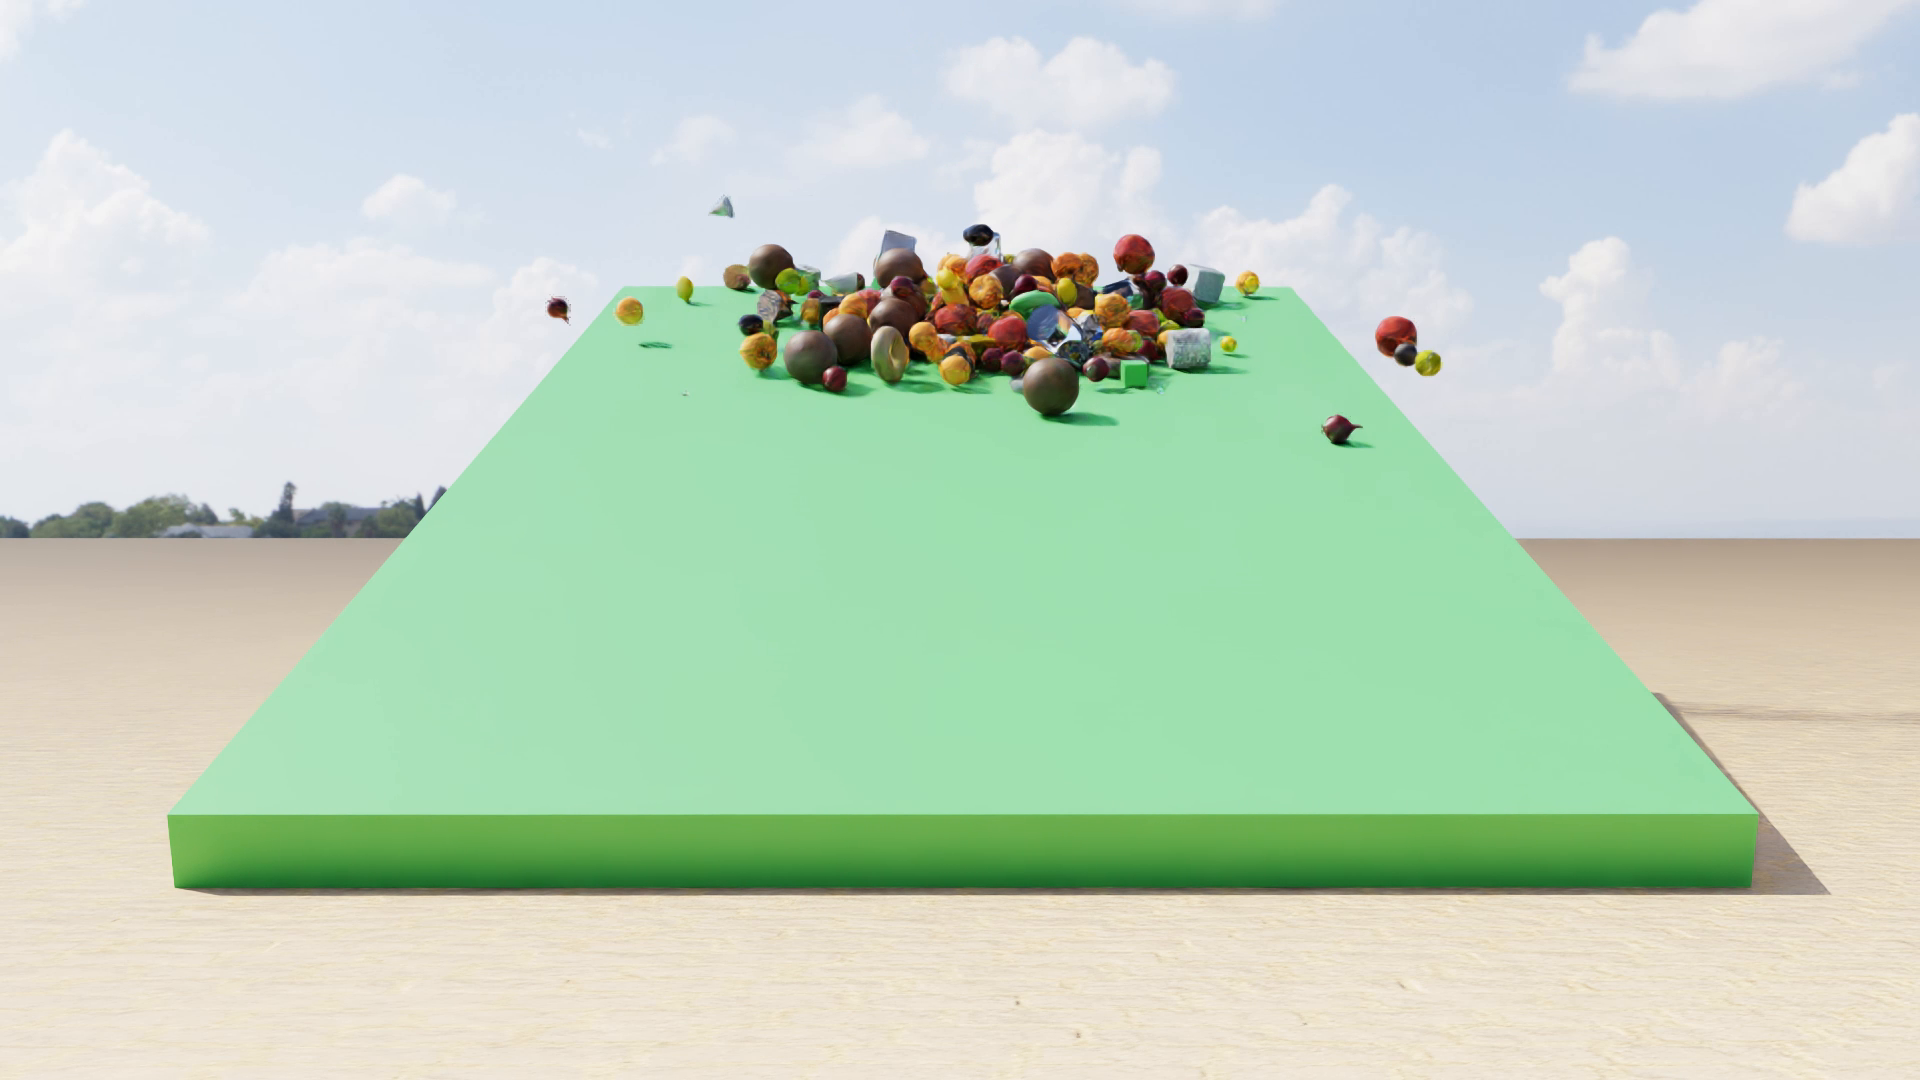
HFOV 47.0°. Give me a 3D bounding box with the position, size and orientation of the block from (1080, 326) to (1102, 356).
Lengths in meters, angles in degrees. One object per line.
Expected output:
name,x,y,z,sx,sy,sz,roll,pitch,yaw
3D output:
block,0.319,-0.500,5.572,0.071,0.071,0.071,6,16,0

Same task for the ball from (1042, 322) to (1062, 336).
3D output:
ball,0.238,-0.541,5.758,0.053,0.053,0.053,0,0,0

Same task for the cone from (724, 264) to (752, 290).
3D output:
cone,-0.667,-0.771,6.585,0.084,0.084,0.084,0,-11,-10

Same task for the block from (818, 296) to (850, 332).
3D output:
block,-0.338,-0.610,5.950,0.079,0.079,0.079,-2,16,-7

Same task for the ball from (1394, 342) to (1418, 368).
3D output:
ball,1.170,-0.485,5.788,0.064,0.064,0.064,0,0,0

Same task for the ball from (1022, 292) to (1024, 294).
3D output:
ball,0.189,-0.656,6.129,0.070,0.070,0.070,0,0,0

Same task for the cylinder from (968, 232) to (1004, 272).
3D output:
cylinder,0.074,-0.814,6.234,0.089,0.089,0.089,-5,26,2

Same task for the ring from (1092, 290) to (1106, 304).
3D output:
ring,0.426,-0.694,6.309,0.103,0.034,0.103,7,11,-1

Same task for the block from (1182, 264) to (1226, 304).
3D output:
block,0.697,-0.736,6.339,0.085,0.085,0.085,8,18,-22

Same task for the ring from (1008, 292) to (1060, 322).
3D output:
ring,0.195,-0.600,5.734,0.136,0.045,0.136,0,-25,0

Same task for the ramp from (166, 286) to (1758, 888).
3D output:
ramp,-0.002,-0.160,4.709,2.000,0.100,4.000,0,16,0

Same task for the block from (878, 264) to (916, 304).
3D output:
block,-0.169,-0.694,5.990,0.064,0.064,0.064,35,-45,-2

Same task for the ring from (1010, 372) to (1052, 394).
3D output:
ring,0.167,-0.368,5.192,0.100,0.033,0.100,-2,20,1

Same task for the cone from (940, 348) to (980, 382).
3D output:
cone,0.016,-0.407,5.315,0.091,0.091,0.091,0,-15,44

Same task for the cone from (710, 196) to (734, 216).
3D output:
cone,-0.662,-0.905,6.057,0.060,0.060,0.060,-30,-2,5

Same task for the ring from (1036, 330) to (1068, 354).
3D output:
ring,0.235,-0.504,5.620,0.087,0.029,0.087,28,-9,5

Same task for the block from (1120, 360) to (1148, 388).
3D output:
block,0.413,-0.396,5.255,0.053,0.053,0.053,-2,16,-7

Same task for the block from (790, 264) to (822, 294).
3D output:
block,-0.455,-0.773,6.522,0.062,0.062,0.062,20,24,18

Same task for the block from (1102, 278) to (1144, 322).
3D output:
block,0.432,-0.635,5.846,0.076,0.076,0.076,-19,-23,16

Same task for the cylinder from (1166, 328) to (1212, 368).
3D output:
cylinder,0.564,-0.474,5.452,0.094,0.094,0.094,-2,0,-6

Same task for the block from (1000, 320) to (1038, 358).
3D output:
block,0.148,-0.509,5.602,0.074,0.074,0.074,6,22,21

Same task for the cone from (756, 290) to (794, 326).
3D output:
cone,-0.487,-0.626,6.034,0.099,0.099,0.099,9,-6,-43

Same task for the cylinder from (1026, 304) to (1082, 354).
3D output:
cylinder,0.232,-0.517,5.446,0.098,0.098,0.098,0,-18,39

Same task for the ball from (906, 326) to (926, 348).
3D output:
ball,-0.113,-0.525,5.703,0.054,0.054,0.054,0,0,0

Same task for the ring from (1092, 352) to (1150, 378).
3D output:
ring,0.392,-0.427,5.377,0.141,0.047,0.141,0,15,0

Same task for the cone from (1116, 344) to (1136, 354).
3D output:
cone,0.416,-0.446,5.483,0.055,0.055,0.055,0,-29,24

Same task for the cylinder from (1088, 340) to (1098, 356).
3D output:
cylinder,0.307,-0.469,5.506,0.053,0.053,0.053,-11,6,-28

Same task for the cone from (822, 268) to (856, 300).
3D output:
cone,-0.320,-0.668,5.728,0.082,0.082,0.082,4,-1,-20

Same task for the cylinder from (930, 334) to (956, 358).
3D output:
cylinder,-0.032,-0.488,5.563,0.059,0.059,0.059,13,7,34

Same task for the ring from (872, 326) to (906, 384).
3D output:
ring,-0.169,-0.443,5.271,0.046,0.139,0.139,-5,-2,23

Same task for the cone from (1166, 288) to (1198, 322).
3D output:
cone,0.592,-0.635,6.103,0.099,0.099,0.099,0,-12,-20

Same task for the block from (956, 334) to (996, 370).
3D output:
block,0.040,-0.464,5.459,0.071,0.071,0.071,-8,18,-27

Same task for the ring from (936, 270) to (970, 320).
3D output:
ring,-0.017,-0.642,5.768,0.048,0.143,0.143,-26,-3,7

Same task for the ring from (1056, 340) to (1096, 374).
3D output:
ring,0.281,-0.448,5.376,0.098,0.098,0.033,0,-36,3

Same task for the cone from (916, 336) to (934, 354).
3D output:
cone,-0.096,-0.508,5.606,0.052,0.052,0.052,0,28,-46

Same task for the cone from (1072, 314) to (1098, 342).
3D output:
cone,0.296,-0.540,5.505,0.072,0.072,0.072,23,14,33

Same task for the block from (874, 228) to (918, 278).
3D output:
block,-0.181,-0.794,6.162,0.092,0.092,0.092,15,-33,-7

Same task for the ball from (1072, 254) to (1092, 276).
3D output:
ball,0.348,-0.784,6.288,0.060,0.060,0.060,0,0,0
